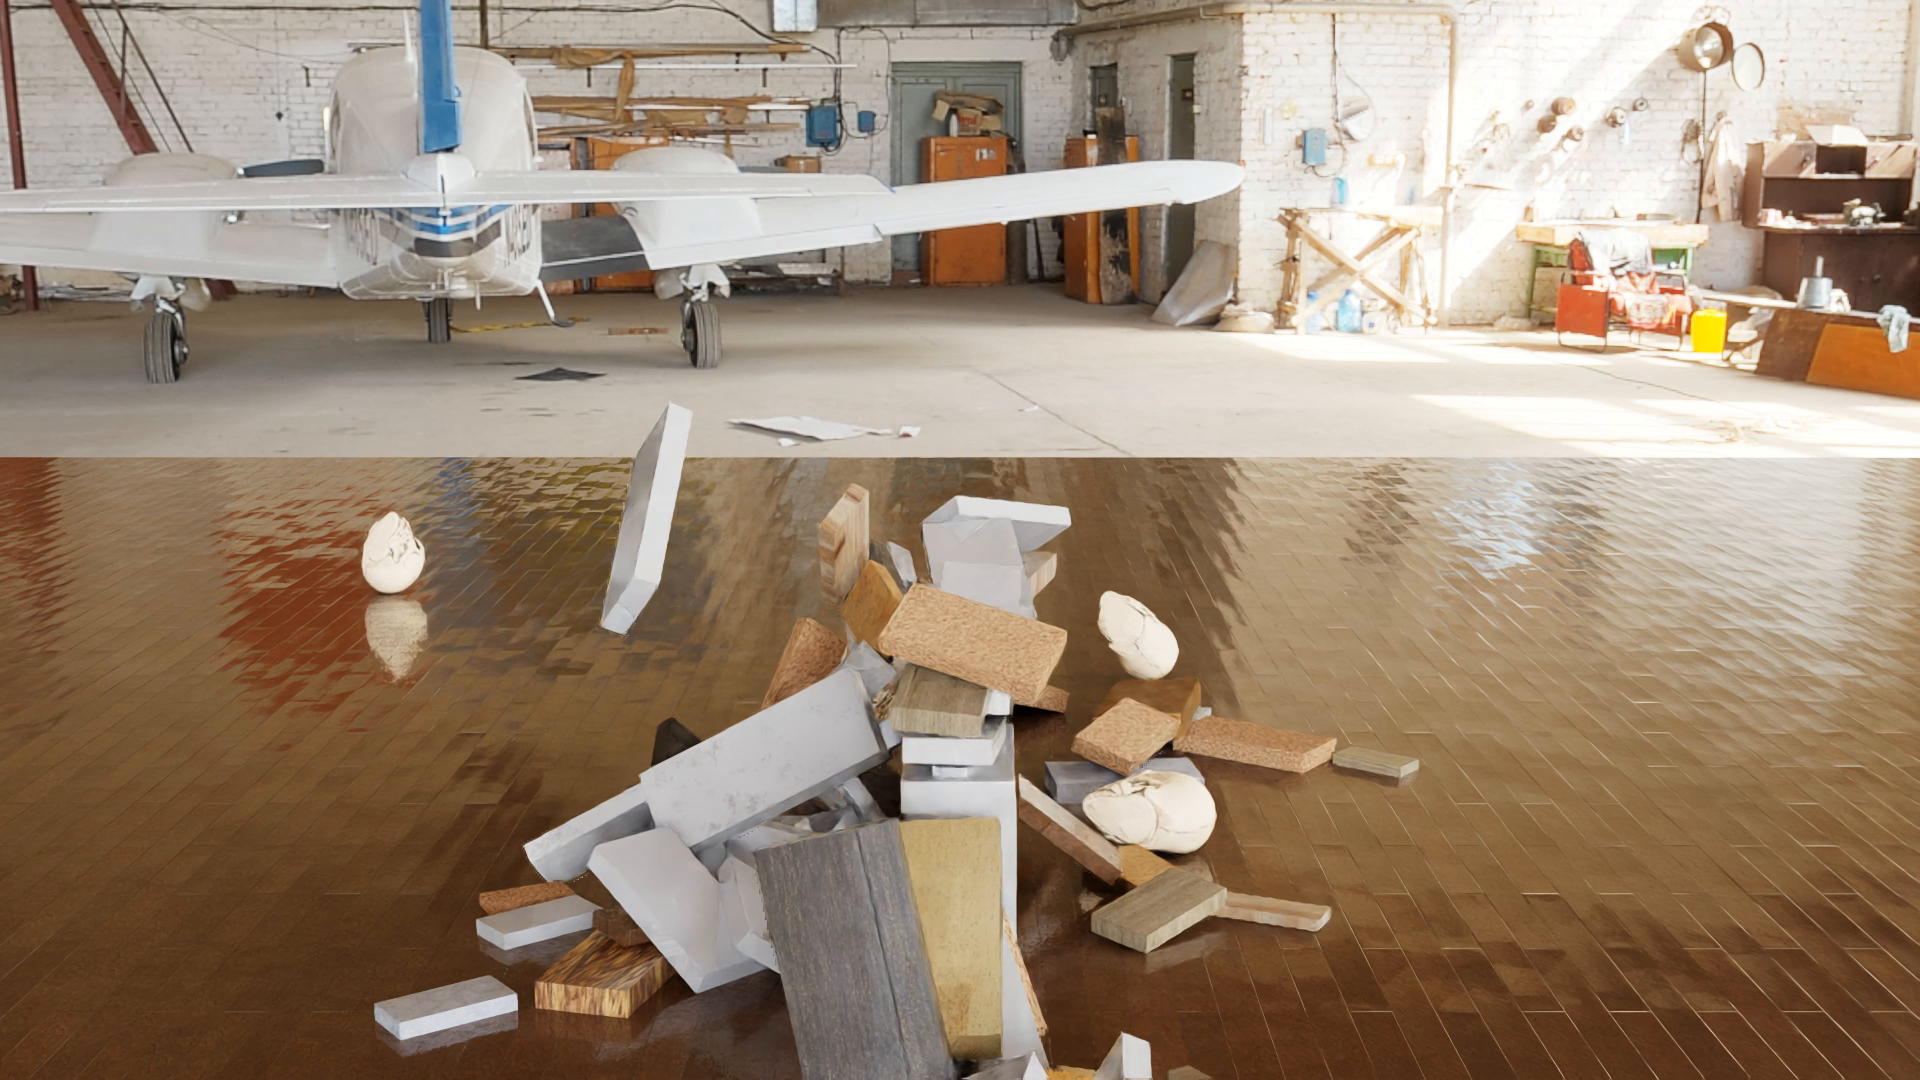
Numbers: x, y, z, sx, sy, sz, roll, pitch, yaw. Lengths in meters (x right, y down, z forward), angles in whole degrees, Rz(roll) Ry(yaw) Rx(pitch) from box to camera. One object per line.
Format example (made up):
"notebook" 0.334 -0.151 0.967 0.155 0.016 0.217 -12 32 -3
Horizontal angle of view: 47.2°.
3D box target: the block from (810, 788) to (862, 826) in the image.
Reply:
"block" -0.267 0.439 3.982 0.036 0.126 0.322 -43 38 -11

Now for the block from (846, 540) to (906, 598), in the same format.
"block" -0.154 0.103 4.042 0.032 0.112 0.225 26 19 -27

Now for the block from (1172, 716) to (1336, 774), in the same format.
"block" 0.600 0.416 4.494 0.299 0.040 0.143 8 13 36

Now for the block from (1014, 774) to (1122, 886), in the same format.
"block" 0.174 0.481 3.661 0.216 0.031 0.108 37 11 -8

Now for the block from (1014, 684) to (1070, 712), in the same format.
"block" 0.044 0.303 4.970 0.159 0.045 0.486 13 2 -32

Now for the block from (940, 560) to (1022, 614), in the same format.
"block" 0.028 0.102 3.282 0.119 0.034 0.238 4 26 2

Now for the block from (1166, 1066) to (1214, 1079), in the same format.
"block" 0.346 0.729 2.587 0.034 0.121 0.288 -3 10 -35

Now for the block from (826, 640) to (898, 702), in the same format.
"block" -0.238 0.305 3.763 0.293 0.081 0.023 -46 10 -7

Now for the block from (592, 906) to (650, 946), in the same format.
"block" -0.465 0.582 3.388 0.179 0.025 0.090 -5 16 -42

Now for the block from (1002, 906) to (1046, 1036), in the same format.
"block" 0.042 0.589 2.966 0.093 0.026 0.185 -11 58 -16

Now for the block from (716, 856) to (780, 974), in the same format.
"block" -0.297 0.576 3.344 0.121 0.034 0.242 35 9 -22

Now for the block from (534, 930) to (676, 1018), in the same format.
"block" -0.509 0.637 3.305 0.144 0.041 0.288 3 11 15

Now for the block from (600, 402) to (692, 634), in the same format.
"block" -0.495 -0.037 3.482 0.041 0.144 0.365 22 47 -19

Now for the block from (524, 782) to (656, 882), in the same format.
"block" -0.592 0.486 3.662 0.243 0.034 0.122 -28 -30 -5

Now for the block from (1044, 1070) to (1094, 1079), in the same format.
"block" 0.123 0.743 2.511 0.175 0.050 0.383 5 21 15

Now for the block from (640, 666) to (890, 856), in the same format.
"block" -0.316 0.363 3.525 0.396 0.155 0.044 -27 -27 11

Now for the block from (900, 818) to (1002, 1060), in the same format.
"block" -0.034 0.513 2.853 0.175 0.050 0.351 -3 42 3

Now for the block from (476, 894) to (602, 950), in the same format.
"block" -0.667 0.608 3.503 0.179 0.025 0.090 -9 14 -39

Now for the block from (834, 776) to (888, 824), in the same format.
"block" -0.182 0.419 3.695 0.028 0.368 0.099 -41 37 -12

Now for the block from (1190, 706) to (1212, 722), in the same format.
"block" 0.482 0.384 4.720 0.075 0.021 0.150 4 11 22

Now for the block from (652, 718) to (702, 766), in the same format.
"block" -0.433 0.430 3.821 0.036 0.253 0.126 -31 34 23

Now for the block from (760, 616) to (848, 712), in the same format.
"block" -0.276 0.246 3.869 0.099 0.199 0.028 35 -25 -33

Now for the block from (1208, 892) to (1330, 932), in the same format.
"block" 0.501 0.600 3.556 0.183 0.020 0.070 5 10 25

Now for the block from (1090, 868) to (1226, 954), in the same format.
"block" 0.318 0.589 3.505 0.108 0.031 0.216 16 24 38

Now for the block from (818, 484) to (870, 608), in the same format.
"block" -0.207 0.012 3.940 0.032 0.225 0.112 26 57 17

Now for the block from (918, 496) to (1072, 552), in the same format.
"block" 0.074 -0.032 4.570 0.285 0.040 0.143 5 -27 -35

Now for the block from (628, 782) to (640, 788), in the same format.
"block" -0.536 0.493 3.850 0.121 0.034 0.318 -21 18 6

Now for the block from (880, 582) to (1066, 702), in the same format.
"block" 0.019 0.144 3.136 0.238 0.034 0.119 17 46 15

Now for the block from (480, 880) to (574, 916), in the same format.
"block" -0.712 0.590 3.615 0.140 0.020 0.070 -5 12 -27

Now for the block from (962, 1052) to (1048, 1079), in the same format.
"block" 0.012 0.682 2.494 0.127 0.036 0.254 -26 10 21

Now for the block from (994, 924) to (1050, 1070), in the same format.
"block" 0.049 0.594 2.936 0.064 0.018 0.261 -10 58 -15
